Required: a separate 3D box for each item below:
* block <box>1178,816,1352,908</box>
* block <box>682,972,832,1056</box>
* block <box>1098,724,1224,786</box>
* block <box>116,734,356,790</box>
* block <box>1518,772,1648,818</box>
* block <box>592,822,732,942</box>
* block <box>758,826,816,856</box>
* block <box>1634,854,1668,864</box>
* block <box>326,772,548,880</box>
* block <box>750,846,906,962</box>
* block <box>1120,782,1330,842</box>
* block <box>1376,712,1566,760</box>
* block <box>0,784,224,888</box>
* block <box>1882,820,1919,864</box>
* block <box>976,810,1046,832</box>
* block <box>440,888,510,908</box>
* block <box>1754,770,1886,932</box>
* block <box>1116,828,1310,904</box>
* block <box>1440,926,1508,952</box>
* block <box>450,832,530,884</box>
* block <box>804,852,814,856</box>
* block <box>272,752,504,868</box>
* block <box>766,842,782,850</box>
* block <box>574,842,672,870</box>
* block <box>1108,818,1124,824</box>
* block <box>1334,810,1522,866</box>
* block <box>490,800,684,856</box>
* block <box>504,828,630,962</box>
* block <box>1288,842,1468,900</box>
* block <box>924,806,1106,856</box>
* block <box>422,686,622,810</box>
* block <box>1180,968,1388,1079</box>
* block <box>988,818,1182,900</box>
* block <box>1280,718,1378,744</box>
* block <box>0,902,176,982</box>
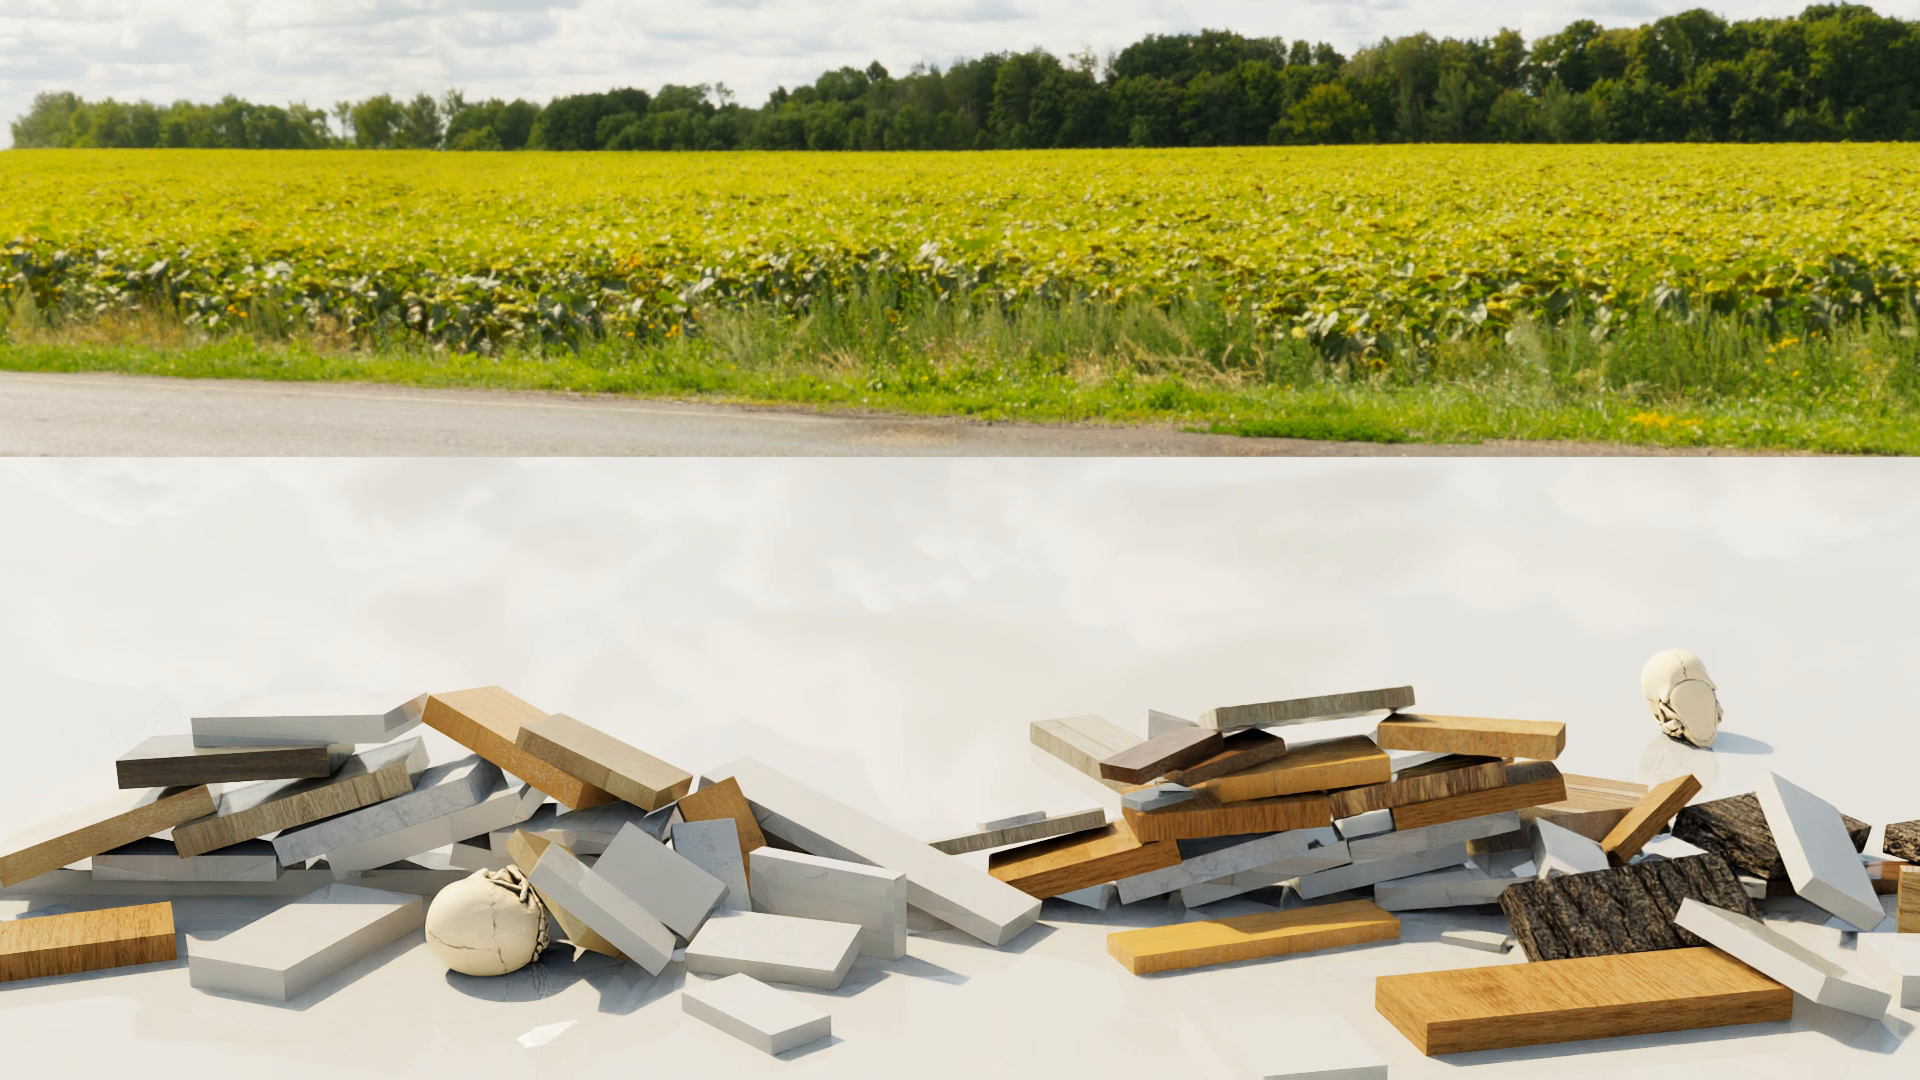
[{"bbox_3d":[0.497,0.533,3.660,0.281,0.040,0.140,-16,11,1],"label":"block"},{"bbox_3d":[-0.292,0.674,3.135,0.106,0.030,0.212,-9,14,-41],"label":"block"},{"bbox_3d":[0.332,0.352,3.611,0.191,0.027,0.095,-20,14,-35],"label":"block"},{"bbox_3d":[-1.207,0.361,3.679,0.344,0.049,0.172,-4,8,-1],"label":"block"},{"bbox_3d":[1.136,0.479,4.034,0.233,0.033,0.117,7,32,18],"label":"block"},{"bbox_3d":[-0.472,0.537,3.450,0.204,0.102,0.029,28,-20,23],"label":"block"},{"bbox_3d":[-0.295,0.497,3.707,0.189,0.027,0.095,24,5,3],"label":"block"},{"bbox_3d":[1.094,0.581,3.528,0.277,0.039,0.139,-16,18,-37],"label":"block"},{"bbox_3d":[-0.862,0.466,3.664,0.346,0.049,0.173,-18,9,8],"label":"block"},{"bbox_3d":[-0.207,0.567,3.433,0.264,0.132,0.037,6,12,28],"label":"block"},{"bbox_3d":[0.435,0.439,3.621,0.316,0.045,0.158,-4,11,-5],"label":"block"},{"bbox_3d":[0.848,0.324,3.643,0.287,0.041,0.144,2,4,21],"label":"block"},{"bbox_3d":[-1.409,0.469,3.654,0.347,0.049,0.174,-20,12,-11],"label":"block"},{"bbox_3d":[1.782,0.523,3.807,0.353,0.050,0.176,-1,9,-35],"label":"block"},{"bbox_3d":[0.087,0.476,3.729,0.108,0.015,0.054,-10,-4,-17],"label":"block"},{"bbox_3d":[-0.800,0.590,3.629,0.104,0.015,0.052,0,11,2],"label":"block"},{"bbox_3d":[1.401,0.505,3.594,0.143,0.041,0.286,28,28,-11],"label":"block"},{"bbox_3d":[0.408,0.516,3.654,0.316,0.045,0.158,-16,11,1],"label":"block"},{"bbox_3d":[0.805,0.625,3.444,0.094,0.013,0.047,6,12,27],"label":"block"},{"bbox_3d":[-0.691,0.532,3.664,0.284,0.040,0.142,13,10,-1],"label":"block"},{"bbox_3d":[-0.230,0.566,3.572,0.073,0.021,0.147,23,23,-8],"label":"block"},{"bbox_3d":[-0.951,0.444,3.668,0.346,0.049,0.173,-18,9,6],"label":"block"},{"bbox_3d":[-0.282,0.538,3.669,0.189,0.027,0.095,23,8,-7],"label":"block"},{"bbox_3d":[-0.498,0.540,3.645,0.284,0.040,0.142,12,10,-9],"label":"block"},{"bbox_3d":[0.356,0.515,3.864,0.206,0.029,0.103,-7,16,16],"label":"block"},{"bbox_3d":[0.773,0.474,3.657,0.281,0.040,0.140,-12,7,0],"label":"block"},{"bbox_3d":[-0.610,0.471,3.608,0.284,0.040,0.142,-3,12,10],"label":"block"},{"bbox_3d":[-0.600,0.548,3.398,0.242,0.034,0.121,43,6,40],"label":"block"},{"bbox_3d":[0.690,0.532,3.672,0.281,0.040,0.140,-13,7,-2],"label":"block"},{"bbox_3d":[0.027,0.509,3.722,0.445,0.027,0.095,-11,-4,3],"label":"block"},{"bbox_3d":[-0.717,0.346,3.700,0.346,0.049,0.173,25,13,25],"label":"block"},{"bbox_3d":[0.439,0.684,3.031,0.172,0.049,0.345,-2,11,-12],"label":"block"},{"bbox_3d":[0.205,0.528,3.644,0.316,0.045,0.158,-15,10,5],"label":"block"},{"bbox_3d":[0.739,0.418,4.475,0.153,0.043,0.305,6,12,30],"label":"block"},{"bbox_3d":[-1.372,0.621,3.387,0.303,0.043,0.152,-4,11,-21],"label":"block"}]
